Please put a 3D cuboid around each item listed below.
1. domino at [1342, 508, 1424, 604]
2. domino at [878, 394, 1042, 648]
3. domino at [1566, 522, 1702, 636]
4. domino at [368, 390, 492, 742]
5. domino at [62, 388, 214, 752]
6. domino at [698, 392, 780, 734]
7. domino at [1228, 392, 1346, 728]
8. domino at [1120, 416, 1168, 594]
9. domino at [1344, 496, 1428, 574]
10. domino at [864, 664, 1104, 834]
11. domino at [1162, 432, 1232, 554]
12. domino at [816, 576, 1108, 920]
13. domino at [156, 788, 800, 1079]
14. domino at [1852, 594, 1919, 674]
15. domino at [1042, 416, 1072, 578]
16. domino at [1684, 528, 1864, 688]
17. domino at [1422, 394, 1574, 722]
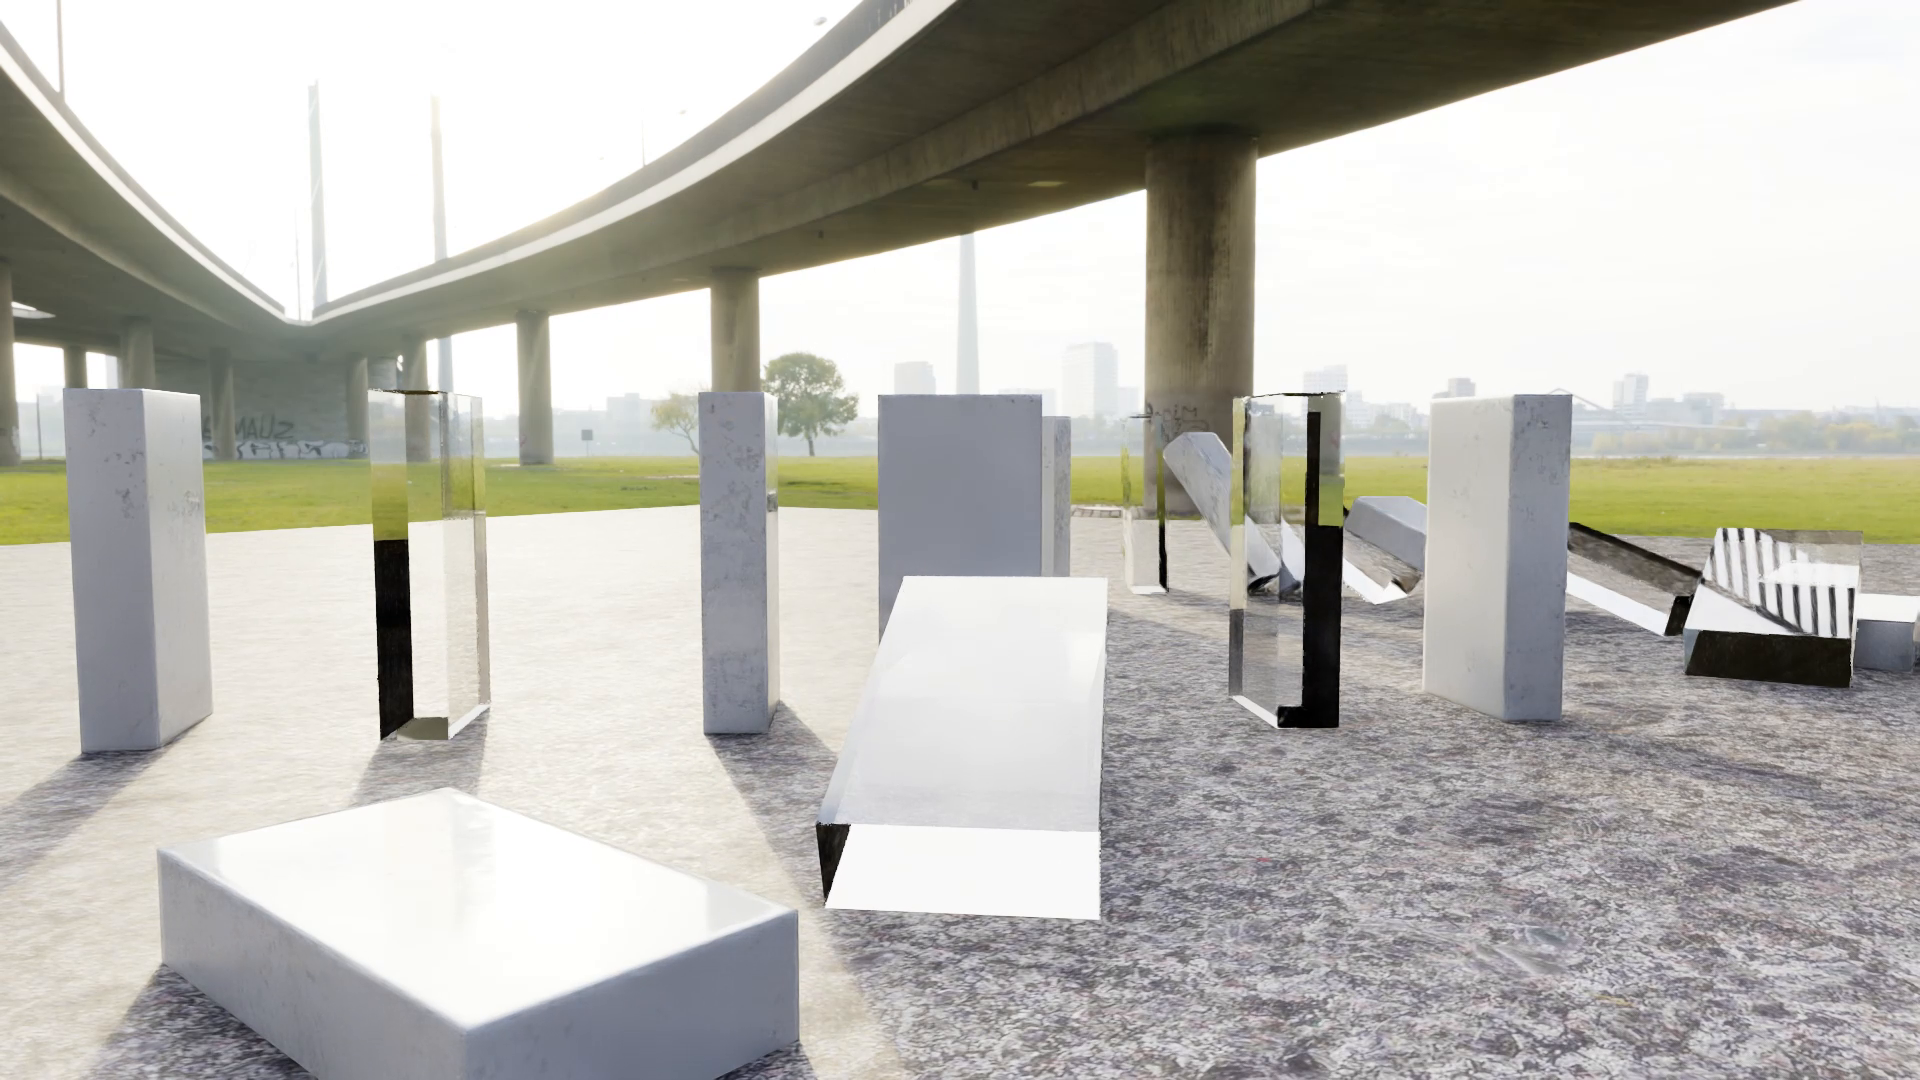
[{"bbox_3d":[0.104,-0.002,0.360,0.050,0.010,0.025,43,28,28],"label":"domino"},{"bbox_3d":[0.000,0.002,0.201,0.025,0.050,0.009,0,4,0],"label":"domino"},{"bbox_3d":[0.157,0.008,0.308,0.025,0.010,0.050,-1,20,-23],"label":"domino"},{"bbox_3d":[-0.080,0.003,0.195,0.009,0.050,0.025,-1,4,-7],"label":"domino"},{"bbox_3d":[-0.120,0.003,0.188,0.010,0.050,0.025,-1,4,-15],"label":"domino"},{"bbox_3d":[-0.034,0.003,0.200,0.009,0.050,0.025,0,4,-4],"label":"domino"},{"bbox_3d":[0.051,0.002,0.203,0.009,0.050,0.025,0,4,-5],"label":"domino"},{"bbox_3d":[0.053,-0.011,0.375,0.009,0.050,0.025,-2,4,2],"label":"domino"},{"bbox_3d":[0.130,0.003,0.339,0.025,0.009,0.050,-4,28,-40],"label":"domino"},{"bbox_3d":[0.005,0.025,0.166,0.025,0.010,0.050,1,4,8],"label":"domino"},{"bbox_3d":[0.080,-0.008,0.372,0.010,0.050,0.025,-39,-16,27],"label":"domino"},{"bbox_3d":[0.003,0.019,0.137,0.025,0.009,0.050,0,24,7],"label":"domino"},{"bbox_3d":[-0.039,0.030,0.098,0.050,0.009,0.025,4,6,41],"label":"domino"},{"bbox_3d":[0.183,0.018,0.265,0.025,0.010,0.050,3,6,39],"label":"domino"},{"bbox_3d":[0.017,-0.009,0.357,0.025,0.050,0.010,3,5,33],"label":"domino"},{"bbox_3d":[0.157,0.012,0.246,0.025,0.009,0.050,2,23,37],"label":"domino"},{"bbox_3d":[0.086,0.002,0.207,0.010,0.050,0.025,-1,4,-9],"label":"domino"}]
